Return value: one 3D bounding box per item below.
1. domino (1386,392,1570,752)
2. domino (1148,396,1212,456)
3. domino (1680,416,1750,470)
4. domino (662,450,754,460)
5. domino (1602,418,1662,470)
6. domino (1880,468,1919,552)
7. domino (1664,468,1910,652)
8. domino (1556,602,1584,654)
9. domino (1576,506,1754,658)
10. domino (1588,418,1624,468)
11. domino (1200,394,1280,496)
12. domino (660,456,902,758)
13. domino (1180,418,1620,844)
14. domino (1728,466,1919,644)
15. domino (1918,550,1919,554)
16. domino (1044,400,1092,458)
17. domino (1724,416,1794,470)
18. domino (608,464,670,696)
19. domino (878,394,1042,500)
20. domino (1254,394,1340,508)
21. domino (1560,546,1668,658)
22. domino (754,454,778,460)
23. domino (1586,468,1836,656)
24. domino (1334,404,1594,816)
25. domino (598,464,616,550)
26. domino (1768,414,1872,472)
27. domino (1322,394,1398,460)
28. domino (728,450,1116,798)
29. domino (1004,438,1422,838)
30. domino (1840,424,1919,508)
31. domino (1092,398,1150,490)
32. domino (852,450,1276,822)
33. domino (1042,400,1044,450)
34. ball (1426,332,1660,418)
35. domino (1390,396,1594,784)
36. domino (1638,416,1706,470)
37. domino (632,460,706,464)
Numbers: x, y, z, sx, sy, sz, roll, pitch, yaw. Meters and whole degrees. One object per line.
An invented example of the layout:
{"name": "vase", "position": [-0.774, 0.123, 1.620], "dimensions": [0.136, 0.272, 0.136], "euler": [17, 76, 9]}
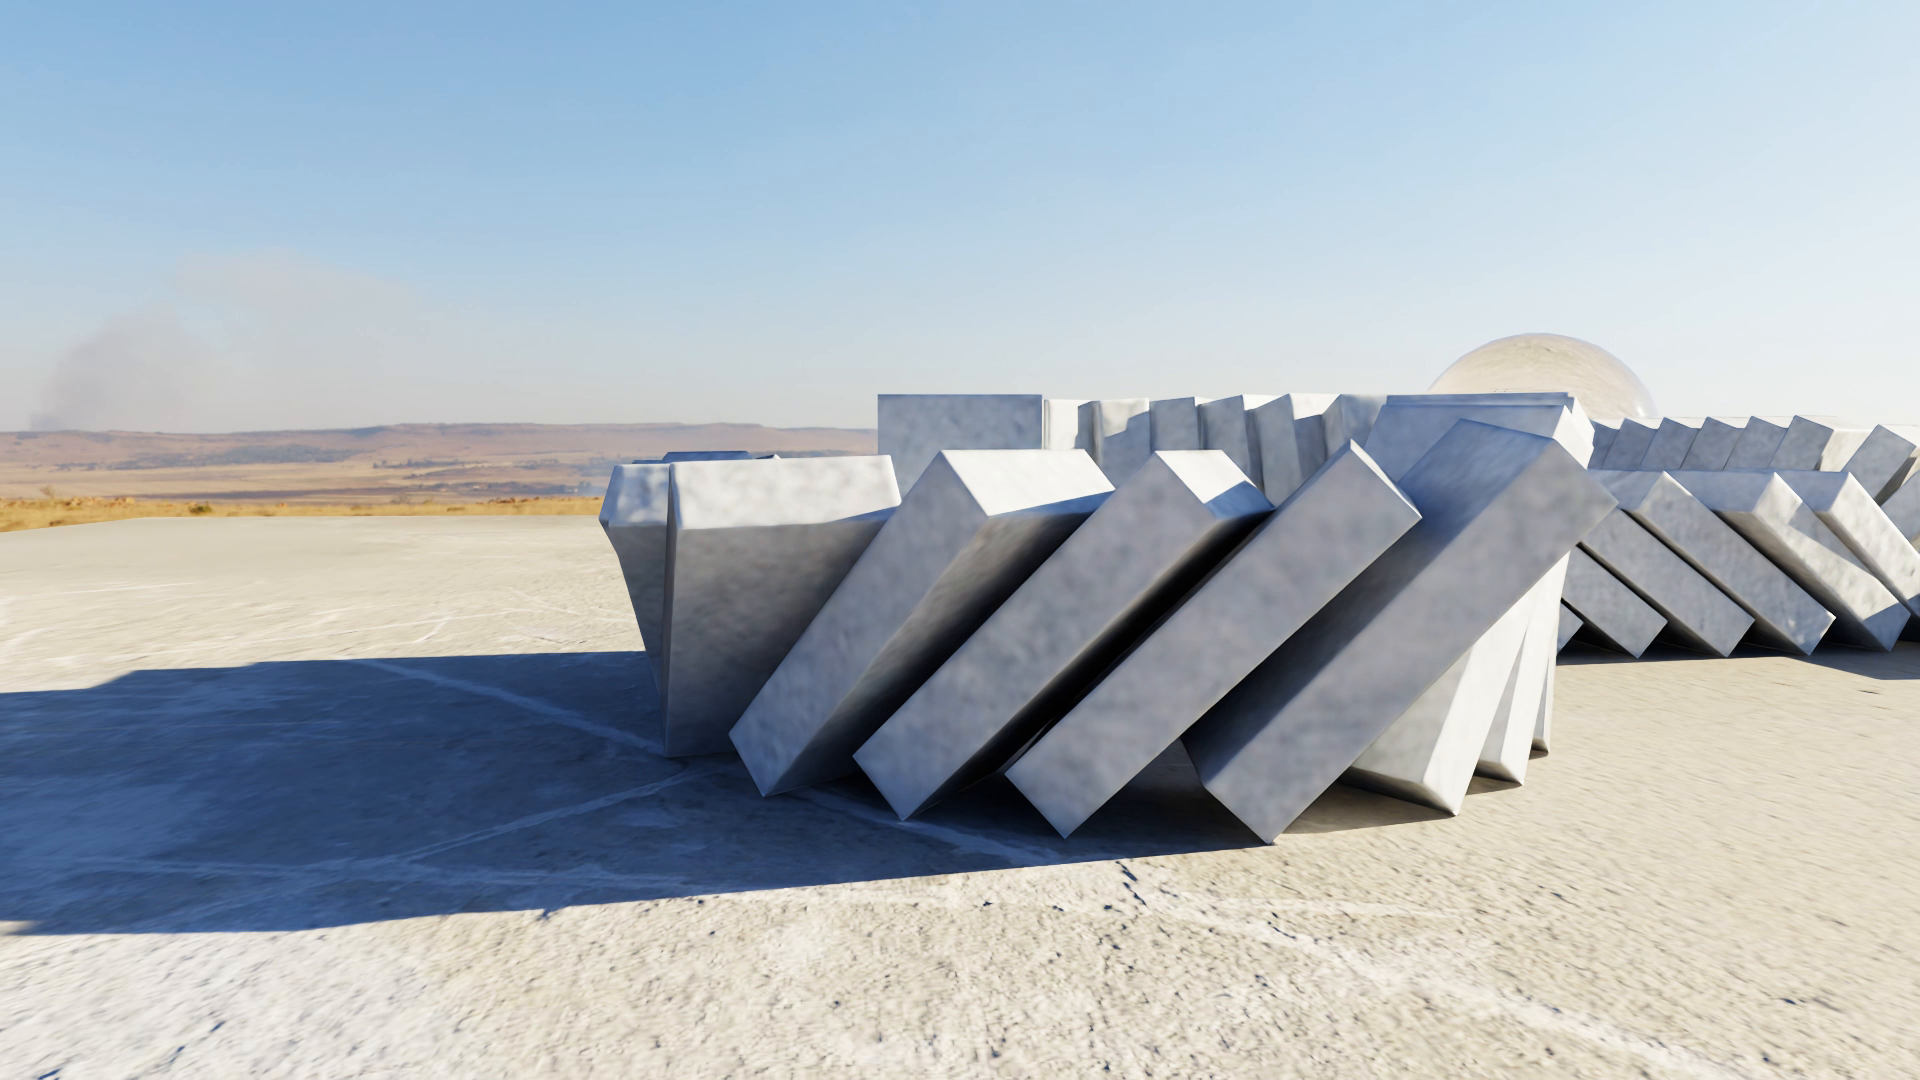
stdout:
{"name": "domino", "position": [0.073, 0.004, 0.186], "dimensions": [0.025, 0.050, 0.010], "euler": [2, -17, 30]}
{"name": "domino", "position": [0.043, 0.000, 0.236], "dimensions": [0.009, 0.050, 0.025], "euler": [-4, 3, 22]}
{"name": "domino", "position": [0.201, -0.008, 0.347], "dimensions": [0.025, 0.050, 0.009], "euler": [-3, 29, -36]}
{"name": "domino", "position": [-0.033, 0.004, 0.234], "dimensions": [0.025, 0.010, 0.050], "euler": [3, -38, 46]}
{"name": "domino", "position": [0.188, -0.010, 0.363], "dimensions": [0.025, 0.050, 0.009], "euler": [-3, 29, -36]}
{"name": "domino", "position": [0.226, -0.003, 0.306], "dimensions": [0.025, 0.050, 0.009], "euler": [-3, 44, -36]}
{"name": "domino", "position": [0.170, 0.004, 0.267], "dimensions": [0.050, 0.009, 0.025], "euler": [37, -8, -18]}
{"name": "domino", "position": [0.100, 0.003, 0.264], "dimensions": [0.050, 0.009, 0.025], "euler": [40, 1, -5]}
{"name": "domino", "position": [0.134, 0.004, 0.265], "dimensions": [0.050, 0.010, 0.025], "euler": [37, 0, -8]}
{"name": "domino", "position": [0.182, -0.010, 0.372], "dimensions": [0.025, 0.050, 0.010], "euler": [-3, 29, -36]}
{"name": "domino", "position": [0.057, 0.000, 0.228], "dimensions": [0.025, 0.050, 0.010], "euler": [-3, -3, -39]}
{"name": "domino", "position": [-0.024, 0.010, 0.161], "dimensions": [0.025, 0.010, 0.050], "euler": [-3, -37, -17]}
{"name": "domino", "position": [0.046, 0.009, 0.145], "dimensions": [0.009, 0.050, 0.025], "euler": [42, 8, -7]}
{"name": "domino", "position": [0.185, 0.003, 0.271], "dimensions": [0.050, 0.010, 0.025], "euler": [37, -9, -22]}
{"name": "domino", "position": [0.242, 0.010, 0.279], "dimensions": [0.025, 0.010, 0.050], "euler": [19, 3, -31]}
{"name": "domino", "position": [0.012, 0.000, 0.232], "dimensions": [0.010, 0.050, 0.025], "euler": [-3, 5, -33]}
{"name": "domino", "position": [0.208, -0.008, 0.339], "dimensions": [0.025, 0.050, 0.010], "euler": [-3, 29, -36]}
{"name": "domino", "position": [-0.031, 0.009, 0.178], "dimensions": [0.025, 0.009, 0.050], "euler": [-1, -37, -4]}
{"name": "domino", "position": [0.000, 0.002, 0.201], "dimensions": [0.025, 0.050, 0.010], "euler": [0, 4, 0]}
{"name": "domino", "position": [0.066, 0.001, 0.216], "dimensions": [0.025, 0.050, 0.010], "euler": [-2, -10, -25]}
{"name": "domino", "position": [0.117, 0.004, 0.264], "dimensions": [0.050, 0.009, 0.025], "euler": [38, 1, -5]}
{"name": "domino", "position": [-0.022, 0.004, 0.250], "dimensions": [0.050, 0.010, 0.025], "euler": [41, -12, -16]}
{"name": "domino", "position": [0.151, 0.004, 0.266], "dimensions": [0.050, 0.009, 0.025], "euler": [36, -3, -11]}
{"name": "domino", "position": [0.057, 0.007, 0.160], "dimensions": [0.009, 0.050, 0.025], "euler": [38, -18, -35]}
{"name": "domino", "position": [-0.034, 0.008, 0.195], "dimensions": [0.025, 0.009, 0.050], "euler": [1, -36, 7]}
{"name": "domino", "position": [0.213, -0.007, 0.330], "dimensions": [0.025, 0.050, 0.010], "euler": [-3, 29, -36]}
{"name": "domino", "position": [0.073, 0.002, 0.202], "dimensions": [0.025, 0.050, 0.010], "euler": [0, -15, -3]}
{"name": "domino", "position": [-0.005, 0.010, 0.153], "dimensions": [0.025, 0.010, 0.050], "euler": [-5, -38, -48]}
{"name": "domino", "position": [0.028, 0.010, 0.144], "dimensions": [0.009, 0.050, 0.025], "euler": [46, 17, 7]}
{"name": "domino", "position": [0.220, -0.005, 0.318], "dimensions": [0.025, 0.050, 0.009], "euler": [-3, 38, -36]}
{"name": "domino", "position": [0.026, 0.000, 0.235], "dimensions": [0.010, 0.050, 0.025], "euler": [-5, 6, -17]}
{"name": "domino", "position": [0.012, 0.011, 0.148], "dimensions": [0.050, 0.010, 0.025], "euler": [-47, -16, 22]}
{"name": "domino", "position": [0.001, 0.001, 0.218], "dimensions": [0.025, 0.050, 0.009], "euler": [1, 4, 15]}
{"name": "ball", "position": [0.195, -0.030, 0.438], "dimensions": [0.080, 0.080, 0.080], "euler": [0, 4, 0]}
{"name": "domino", "position": [0.066, 0.005, 0.172], "dimensions": [0.025, 0.050, 0.009], "euler": [4, -22, 42]}
{"name": "domino", "position": [0.194, -0.009, 0.355], "dimensions": [0.025, 0.050, 0.009], "euler": [-3, 29, -36]}
{"name": "domino", "position": [-0.034, 0.007, 0.212], "dimensions": [0.025, 0.009, 0.050], "euler": [1, -37, 19]}
